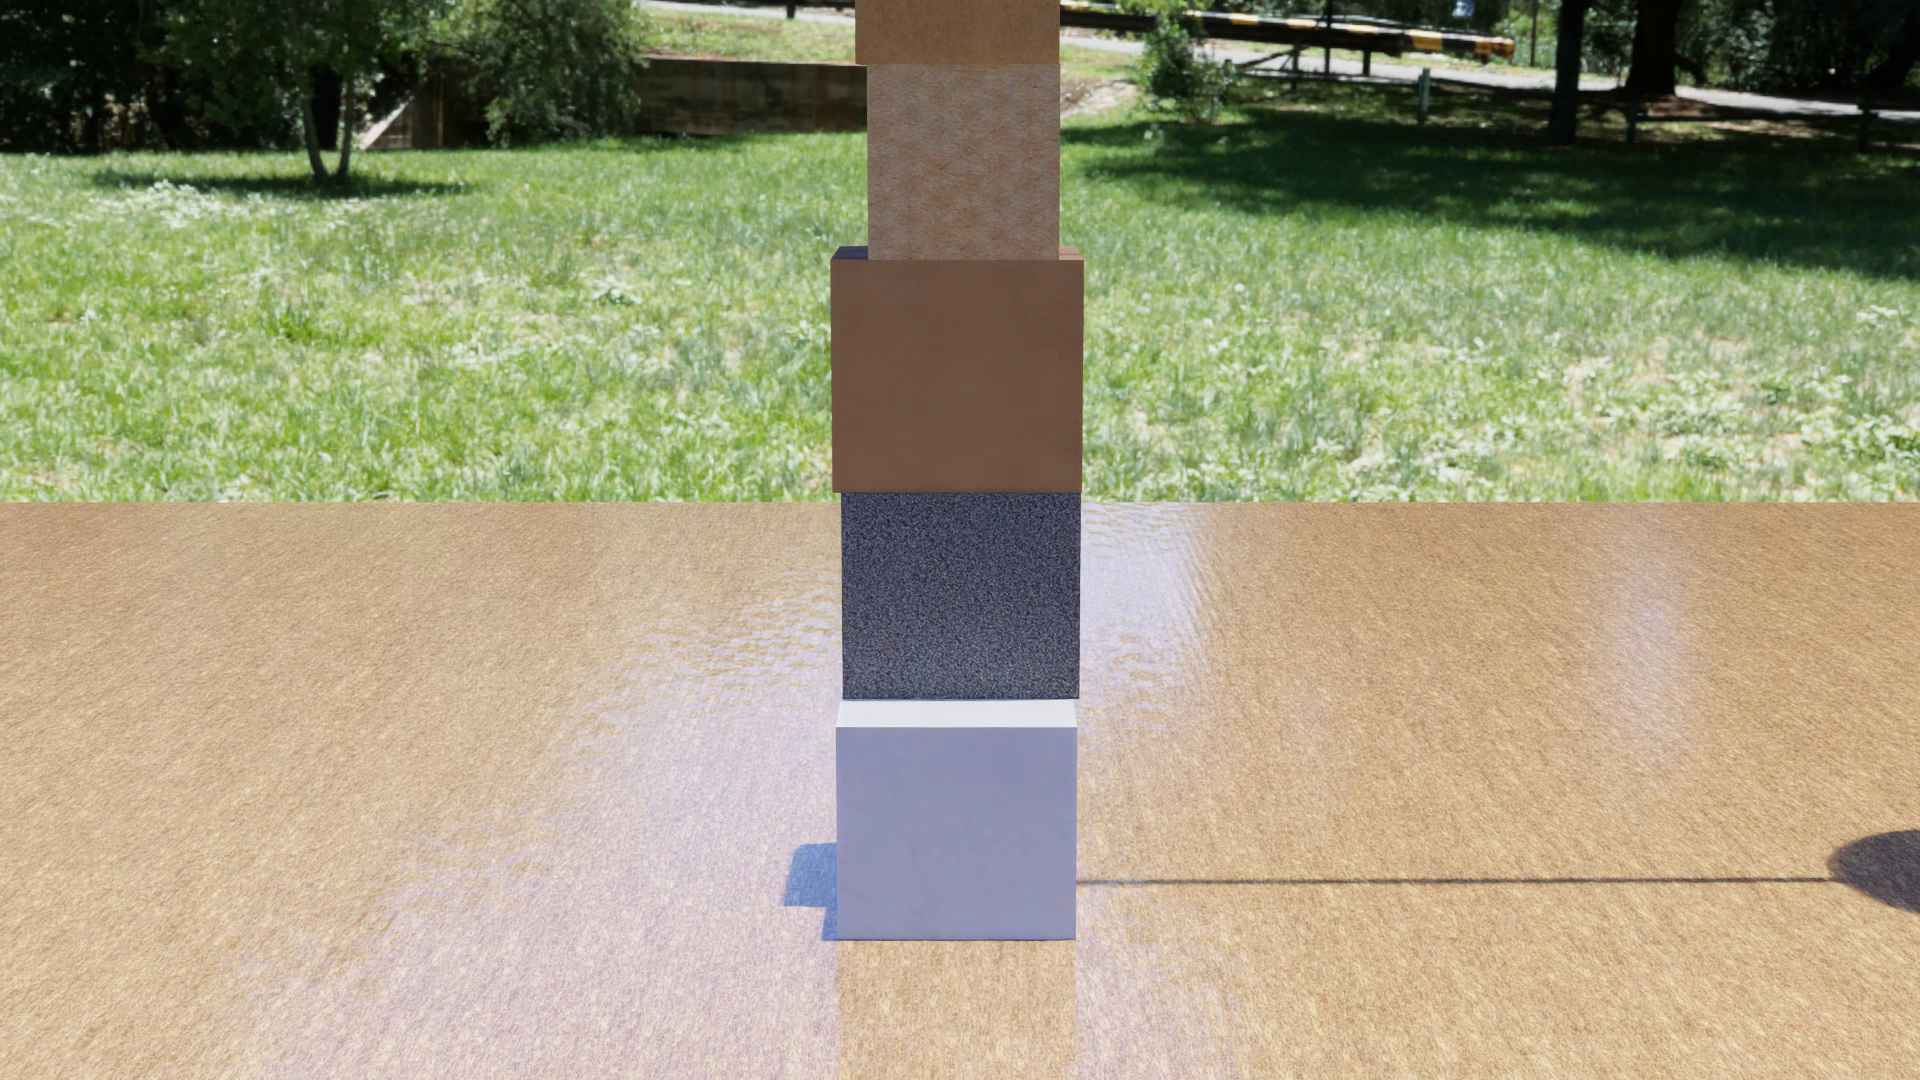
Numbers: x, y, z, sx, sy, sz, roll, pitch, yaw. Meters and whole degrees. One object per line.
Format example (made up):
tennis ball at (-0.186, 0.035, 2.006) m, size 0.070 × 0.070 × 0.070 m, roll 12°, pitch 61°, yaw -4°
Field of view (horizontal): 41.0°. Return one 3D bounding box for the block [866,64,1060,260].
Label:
block at (0.015, -1.617, 10.886) m, size 0.784 × 0.789 × 0.889 m, roll 0°, pitch 10°, yaw 0°

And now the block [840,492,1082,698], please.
block at (0.004, 0.157, 11.209) m, size 1.001 × 0.881 × 0.906 m, roll 0°, pitch 10°, yaw 0°

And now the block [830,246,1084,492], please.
block at (-0.012, -0.752, 11.044) m, size 1.041 × 0.968 × 0.888 m, roll 0°, pitch 10°, yaw 0°

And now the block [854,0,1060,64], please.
block at (-0.010, -2.434, 10.738) m, size 0.828 × 0.872 × 0.821 m, roll 0°, pitch 10°, yaw 0°

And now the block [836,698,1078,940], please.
block at (-0.013, 1.112, 10.935) m, size 0.979 × 0.900 × 0.975 m, roll 0°, pitch 10°, yaw 0°
